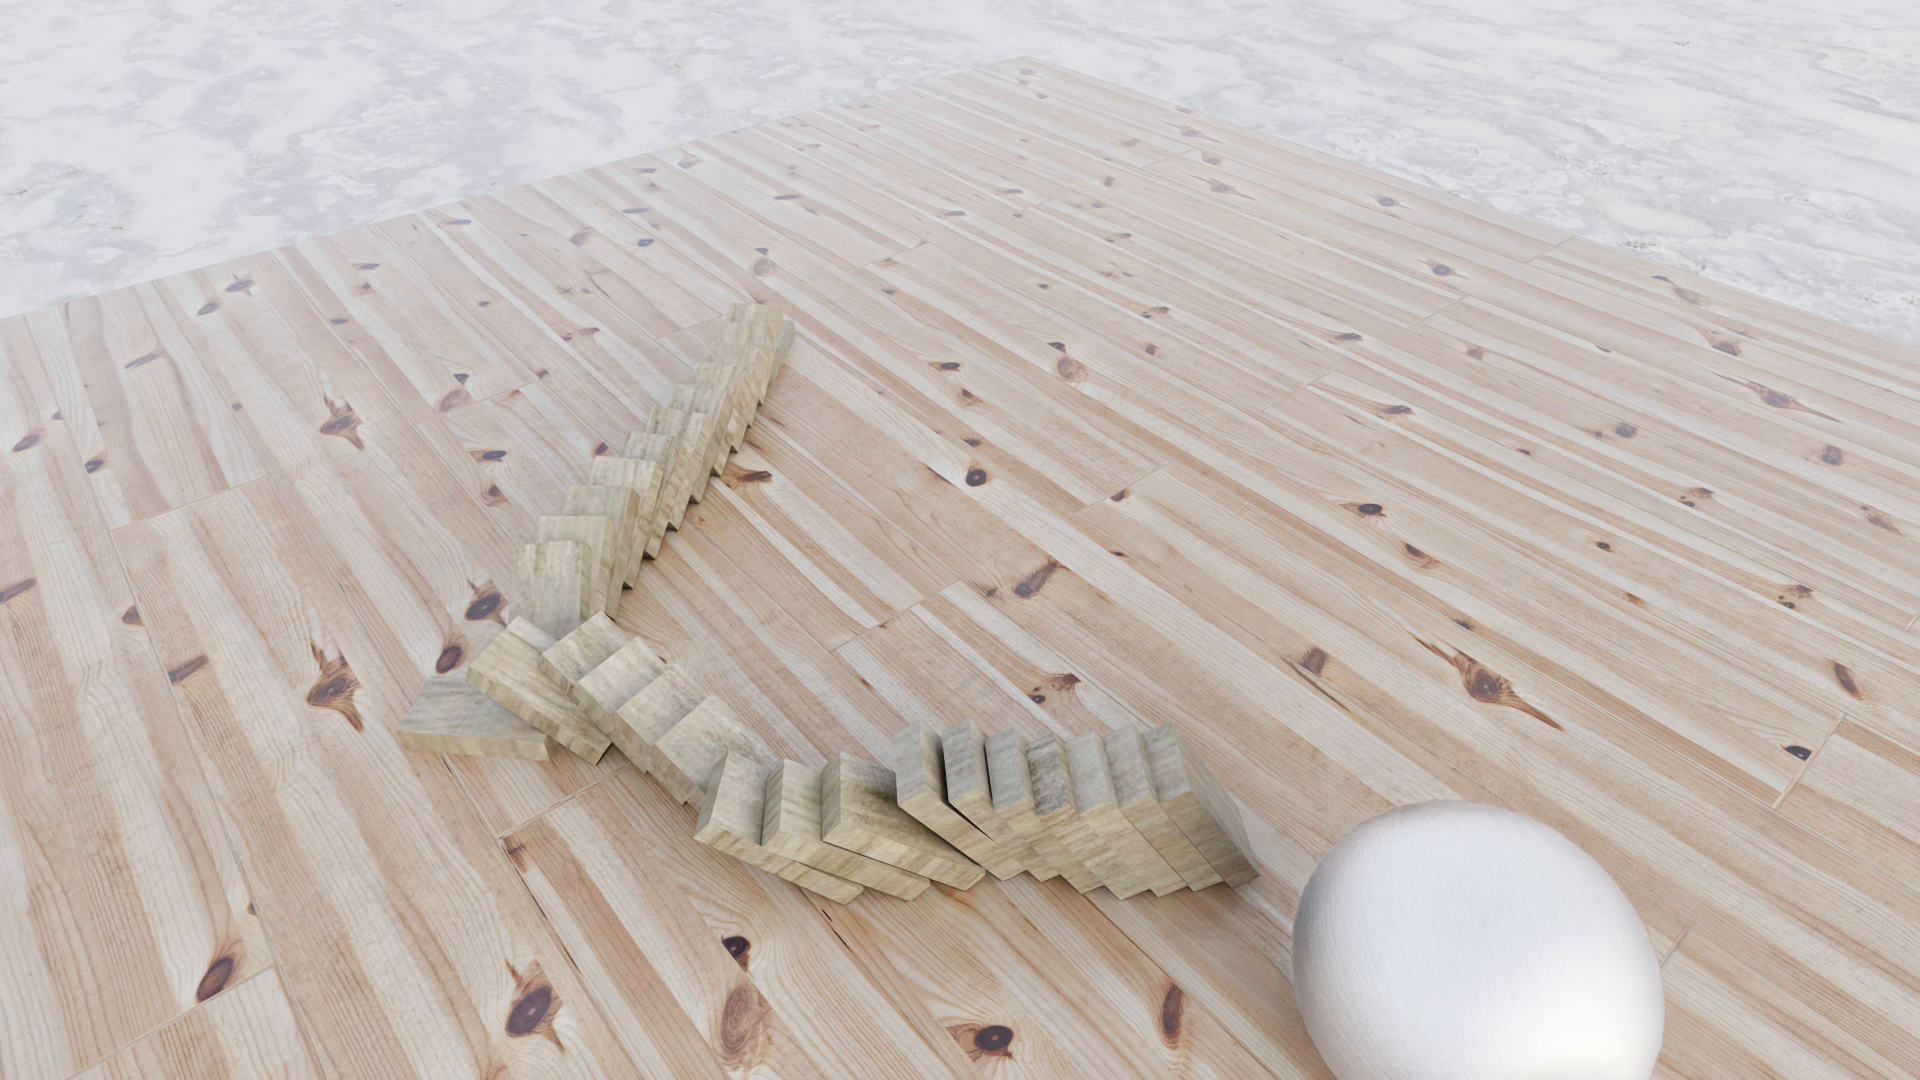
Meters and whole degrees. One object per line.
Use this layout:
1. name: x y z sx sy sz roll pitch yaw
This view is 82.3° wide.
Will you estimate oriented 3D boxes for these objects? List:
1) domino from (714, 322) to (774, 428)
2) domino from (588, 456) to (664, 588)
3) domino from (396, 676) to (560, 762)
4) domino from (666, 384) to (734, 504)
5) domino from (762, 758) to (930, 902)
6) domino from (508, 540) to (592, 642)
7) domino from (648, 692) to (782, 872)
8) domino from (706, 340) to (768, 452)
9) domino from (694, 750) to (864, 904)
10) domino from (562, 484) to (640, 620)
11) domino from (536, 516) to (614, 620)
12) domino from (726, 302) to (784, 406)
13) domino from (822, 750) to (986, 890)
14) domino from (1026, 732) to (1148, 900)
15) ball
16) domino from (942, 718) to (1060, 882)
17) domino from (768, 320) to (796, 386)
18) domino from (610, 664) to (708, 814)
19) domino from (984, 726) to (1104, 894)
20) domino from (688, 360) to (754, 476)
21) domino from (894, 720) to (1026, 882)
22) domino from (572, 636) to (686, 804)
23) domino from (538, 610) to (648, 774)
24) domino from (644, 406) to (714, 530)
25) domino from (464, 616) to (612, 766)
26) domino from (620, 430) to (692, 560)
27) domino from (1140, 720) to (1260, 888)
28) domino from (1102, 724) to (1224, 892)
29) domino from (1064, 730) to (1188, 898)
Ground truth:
1. domino: -0.107 -0.079 0.521 0.025 0.009 0.050 6 69 8
2. domino: -0.136 -0.007 0.433 0.025 0.009 0.050 6 71 8
3. domino: -0.159 0.060 0.370 0.050 0.009 0.025 4 39 4
4. domino: -0.118 -0.042 0.476 0.025 0.010 0.050 10 70 11
5. domino: -0.032 0.084 0.319 0.050 0.010 0.025 28 32 -25
6. domino: -0.146 0.026 0.390 0.025 0.010 0.050 -5 70 0
7. domino: -0.067 0.073 0.335 0.050 0.010 0.025 44 50 3
8. domino: -0.108 -0.066 0.506 0.025 0.010 0.050 9 70 11
9. domino: -0.050 0.084 0.319 0.050 0.010 0.025 31 35 -21
10. domino: -0.140 0.004 0.419 0.025 0.009 0.050 4 70 5
11. domino: -0.144 0.016 0.404 0.025 0.009 0.050 -1 70 2
12. domino: -0.104 -0.091 0.536 0.025 0.009 0.050 6 69 7
13. domino: -0.016 0.082 0.321 0.050 0.010 0.025 28 31 -26
14. domino: 0.037 0.080 0.316 0.010 0.050 0.025 -28 37 16
15. ball: 0.121 0.103 0.262 0.080 0.080 0.080 0 39 0
16. domino: 0.013 0.076 0.321 0.010 0.050 0.025 -30 36 17
17. domino: -0.103 -0.097 0.561 0.025 0.010 0.050 5 40 6
18. domino: -0.082 0.065 0.344 0.050 0.010 0.025 45 50 3
19. domino: 0.025 0.078 0.318 0.010 0.050 0.025 -28 37 16
20. domino: -0.112 -0.055 0.491 0.025 0.010 0.050 10 70 11
21. domino: 0.001 0.077 0.321 0.009 0.050 0.025 -33 36 19
22. domino: -0.097 0.058 0.354 0.050 0.009 0.025 45 49 3
23. domino: -0.111 0.050 0.363 0.050 0.009 0.025 44 49 3
24. domino: -0.124 -0.030 0.462 0.025 0.009 0.050 9 70 11
25. domino: -0.134 0.050 0.364 0.050 0.010 0.025 35 43 -6
26. domino: -0.130 -0.019 0.448 0.025 0.010 0.050 9 70 11
27. domino: 0.070 0.077 0.319 0.010 0.050 0.025 -28 36 17
28. domino: 0.059 0.078 0.318 0.010 0.050 0.025 -28 36 17
29. domino: 0.048 0.079 0.317 0.010 0.050 0.025 -28 37 16
